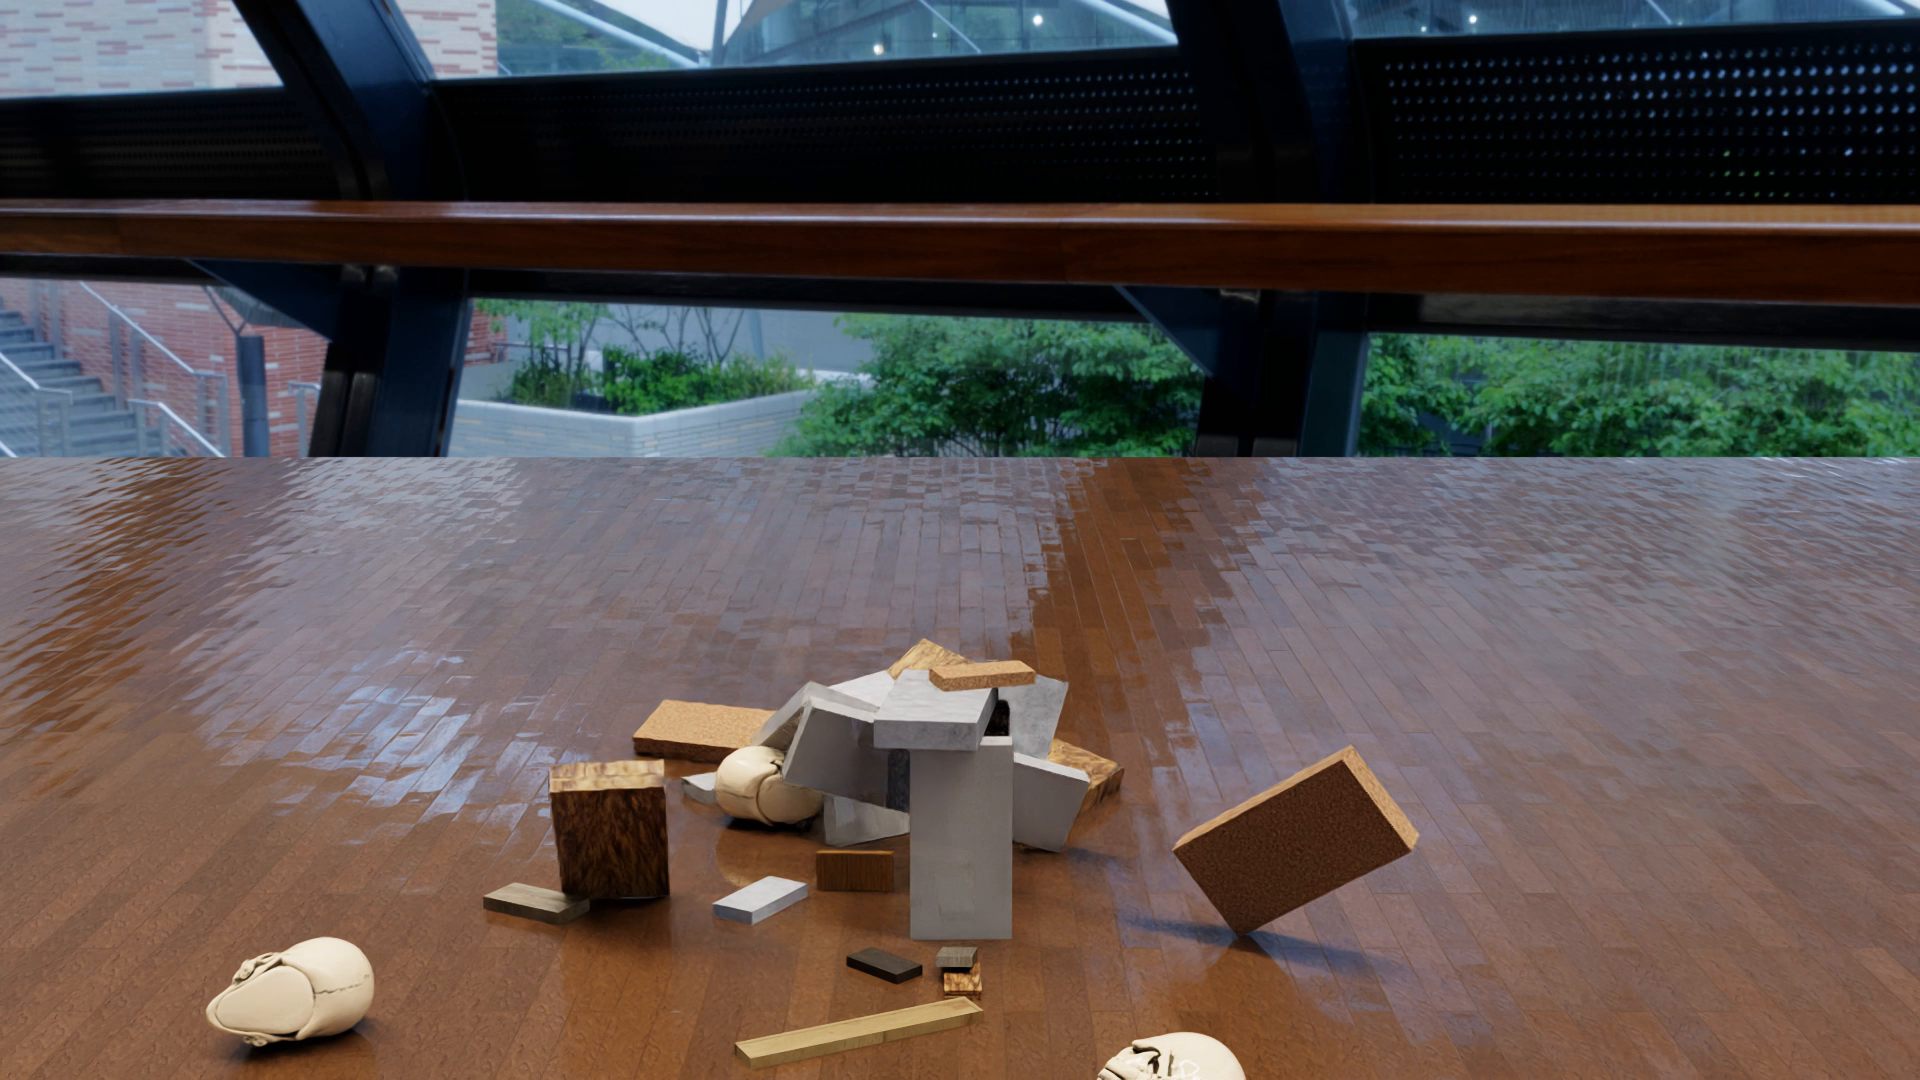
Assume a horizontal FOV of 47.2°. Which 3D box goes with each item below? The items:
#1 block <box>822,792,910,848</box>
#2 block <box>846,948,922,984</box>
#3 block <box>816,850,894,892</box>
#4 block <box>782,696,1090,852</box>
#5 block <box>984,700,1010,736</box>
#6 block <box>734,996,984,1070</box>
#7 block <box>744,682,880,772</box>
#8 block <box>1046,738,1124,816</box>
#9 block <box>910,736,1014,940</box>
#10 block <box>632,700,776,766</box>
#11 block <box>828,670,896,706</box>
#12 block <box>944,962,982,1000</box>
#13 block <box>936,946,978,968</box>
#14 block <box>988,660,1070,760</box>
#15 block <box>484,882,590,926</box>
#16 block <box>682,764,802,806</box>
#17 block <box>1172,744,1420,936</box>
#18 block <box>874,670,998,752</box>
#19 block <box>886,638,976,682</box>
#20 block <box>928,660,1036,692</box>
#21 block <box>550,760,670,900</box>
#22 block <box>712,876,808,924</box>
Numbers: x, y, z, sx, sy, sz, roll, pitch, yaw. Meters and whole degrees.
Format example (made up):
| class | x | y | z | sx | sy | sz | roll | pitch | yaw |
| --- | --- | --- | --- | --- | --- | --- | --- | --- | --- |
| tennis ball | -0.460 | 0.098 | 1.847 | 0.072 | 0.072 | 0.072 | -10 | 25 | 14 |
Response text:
| class | x | y | z | sx | sy | sz | roll | pitch | yaw |
| --- | --- | --- | --- | --- | --- | --- | --- | --- | --- |
| block | -0.116 | 0.459 | 3.980 | 0.281 | 0.140 | 0.040 | -7 | 7 | -33 |
| block | -0.115 | 0.645 | 3.333 | 0.109 | 0.015 | 0.054 | 10 | 14 | 43 |
| block | -0.176 | 0.554 | 3.686 | 0.128 | 0.064 | 0.018 | 1 | 9 | 3 |
| block | -0.039 | 0.408 | 3.799 | 0.518 | 0.145 | 0.041 | 17 | 17 | -17 |
| block | -0.001 | 0.427 | 3.666 | 0.160 | 0.319 | 0.045 | -1 | 12 | -5 |
| block | -0.139 | 0.690 | 3.085 | 0.357 | 0.017 | 0.059 | -5 | 12 | -27 |
| block | -0.258 | 0.363 | 4.036 | 0.174 | 0.049 | 0.446 | 22 | -23 | -11 |
| block | 0.175 | 0.459 | 4.150 | 0.158 | 0.045 | 0.316 | 21 | 18 | 22 |
| block | 0.001 | 0.468 | 3.448 | 0.160 | 0.320 | 0.045 | 0 | 12 | -1 |
| block | -0.505 | 0.395 | 4.493 | 0.291 | 0.041 | 0.145 | 4 | 29 | 21 |
| block | -0.144 | 0.382 | 4.308 | 0.158 | 0.045 | 0.360 | -15 | 33 | -21 |
| block | 0.004 | 0.656 | 3.270 | 0.054 | 0.015 | 0.109 | 0 | 11 | -1 |
| block | -0.005 | 0.631 | 3.331 | 0.054 | 0.015 | 0.109 | 0 | -3 | 5 |
| block | 0.082 | 0.376 | 3.938 | 0.145 | 0.291 | 0.041 | 17 | -3 | -6 |
| block | -0.691 | 0.594 | 3.589 | 0.157 | 0.022 | 0.078 | 6 | 12 | 29 |
| block | -0.421 | 0.468 | 4.244 | 0.204 | 0.029 | 0.102 | -7 | 13 | -32 |
| block | 0.513 | 0.467 | 3.386 | 0.347 | 0.174 | 0.049 | -35 | 4 | 35 |
| block | -0.034 | 0.269 | 3.516 | 0.160 | 0.045 | 0.320 | 1 | 11 | 7 |
| block | -0.110 | 0.333 | 4.484 | 0.158 | 0.045 | 0.316 | 24 | 46 | 31 |
| block | 0.036 | 0.221 | 3.589 | 0.157 | 0.022 | 0.078 | -3 | 11 | -18 |
| block | -0.557 | 0.468 | 3.523 | 0.174 | 0.347 | 0.049 | -2 | 53 | -7 |
| block | -0.326 | 0.590 | 3.608 | 0.078 | 0.022 | 0.157 | 6 | 12 | 30 |
